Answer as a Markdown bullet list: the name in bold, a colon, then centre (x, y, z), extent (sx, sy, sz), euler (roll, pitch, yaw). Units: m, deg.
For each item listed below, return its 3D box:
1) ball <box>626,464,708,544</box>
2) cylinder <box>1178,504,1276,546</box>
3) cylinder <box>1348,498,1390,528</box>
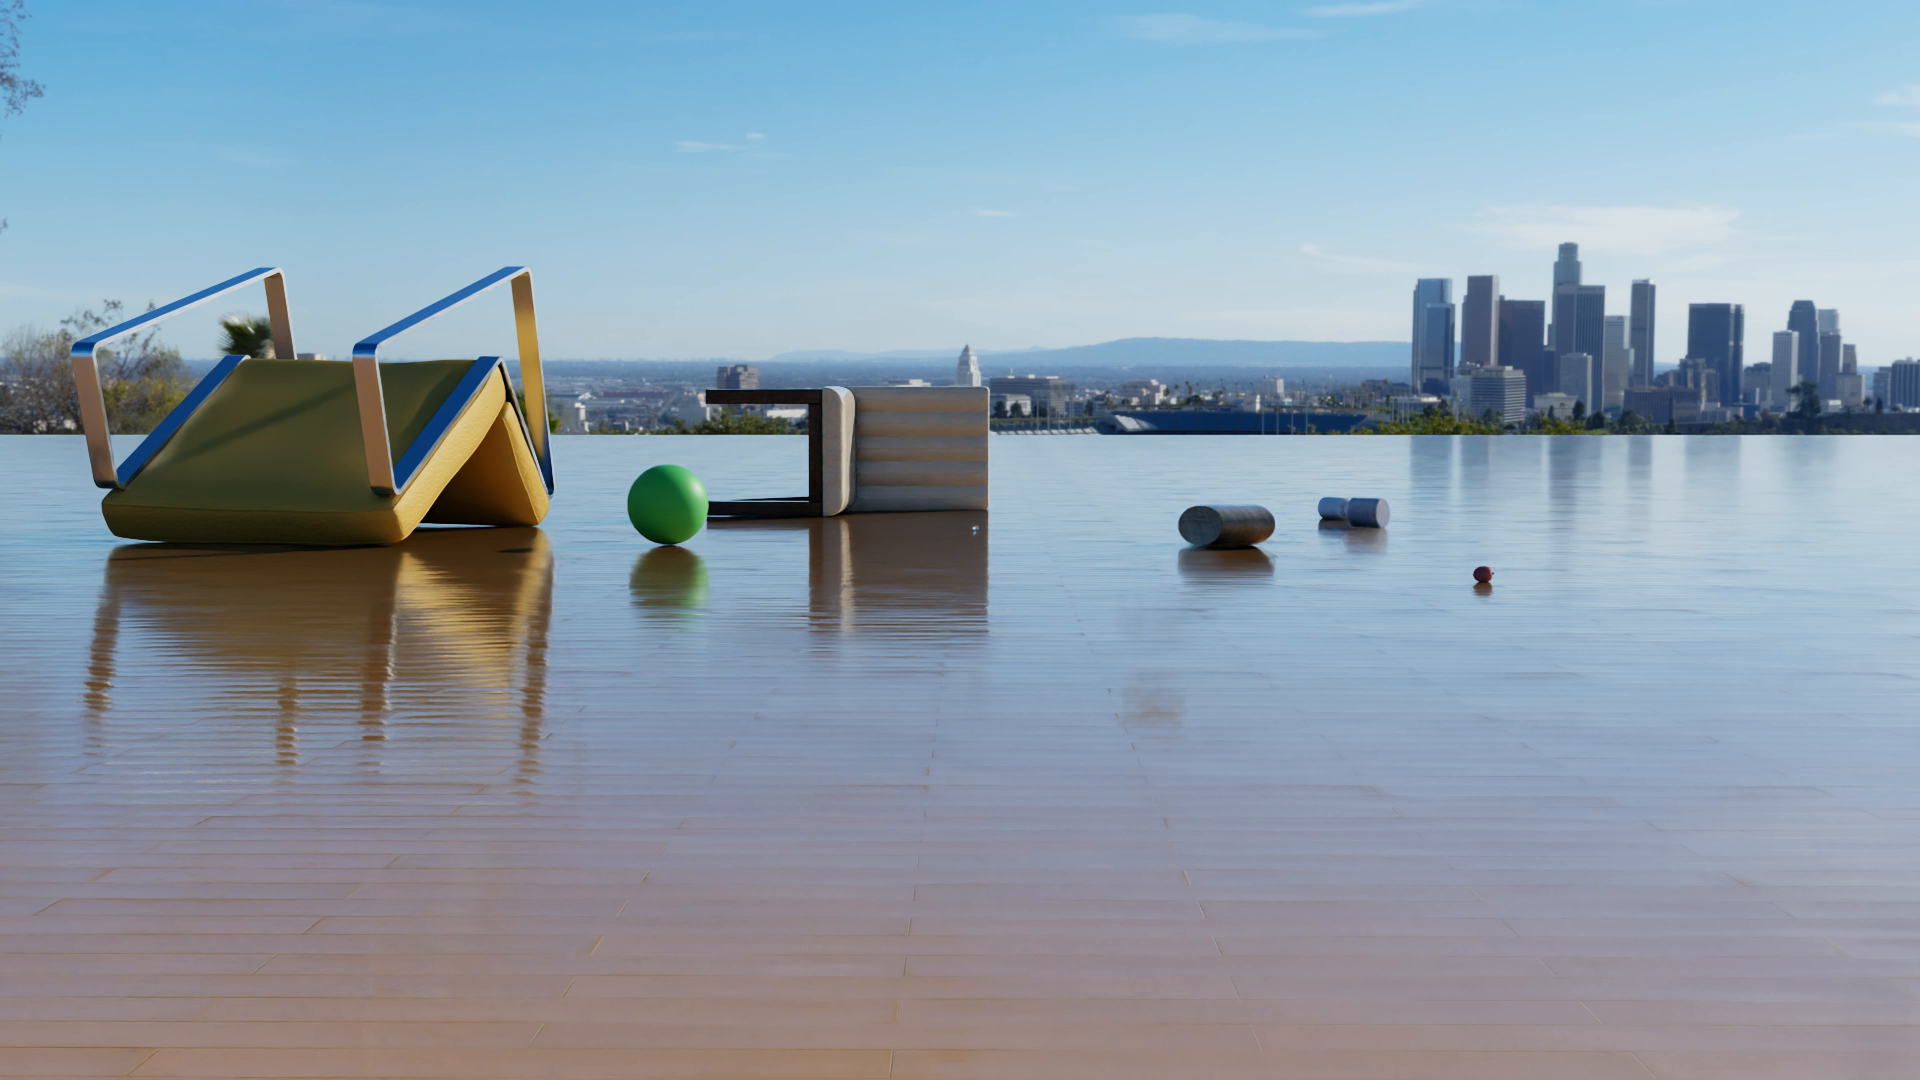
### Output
- **ball**: centre (-0.842, -0.102, 6.333), extent (0.232, 0.232, 0.232), euler (0, 4, 0)
- **cylinder**: centre (0.764, -0.043, 6.325), extent (0.163, 0.114, 0.308), euler (-1, 0, -18)
- **cylinder**: centre (1.326, -0.088, 7.137), extent (0.107, 0.096, 0.083), euler (4, 23, 42)
